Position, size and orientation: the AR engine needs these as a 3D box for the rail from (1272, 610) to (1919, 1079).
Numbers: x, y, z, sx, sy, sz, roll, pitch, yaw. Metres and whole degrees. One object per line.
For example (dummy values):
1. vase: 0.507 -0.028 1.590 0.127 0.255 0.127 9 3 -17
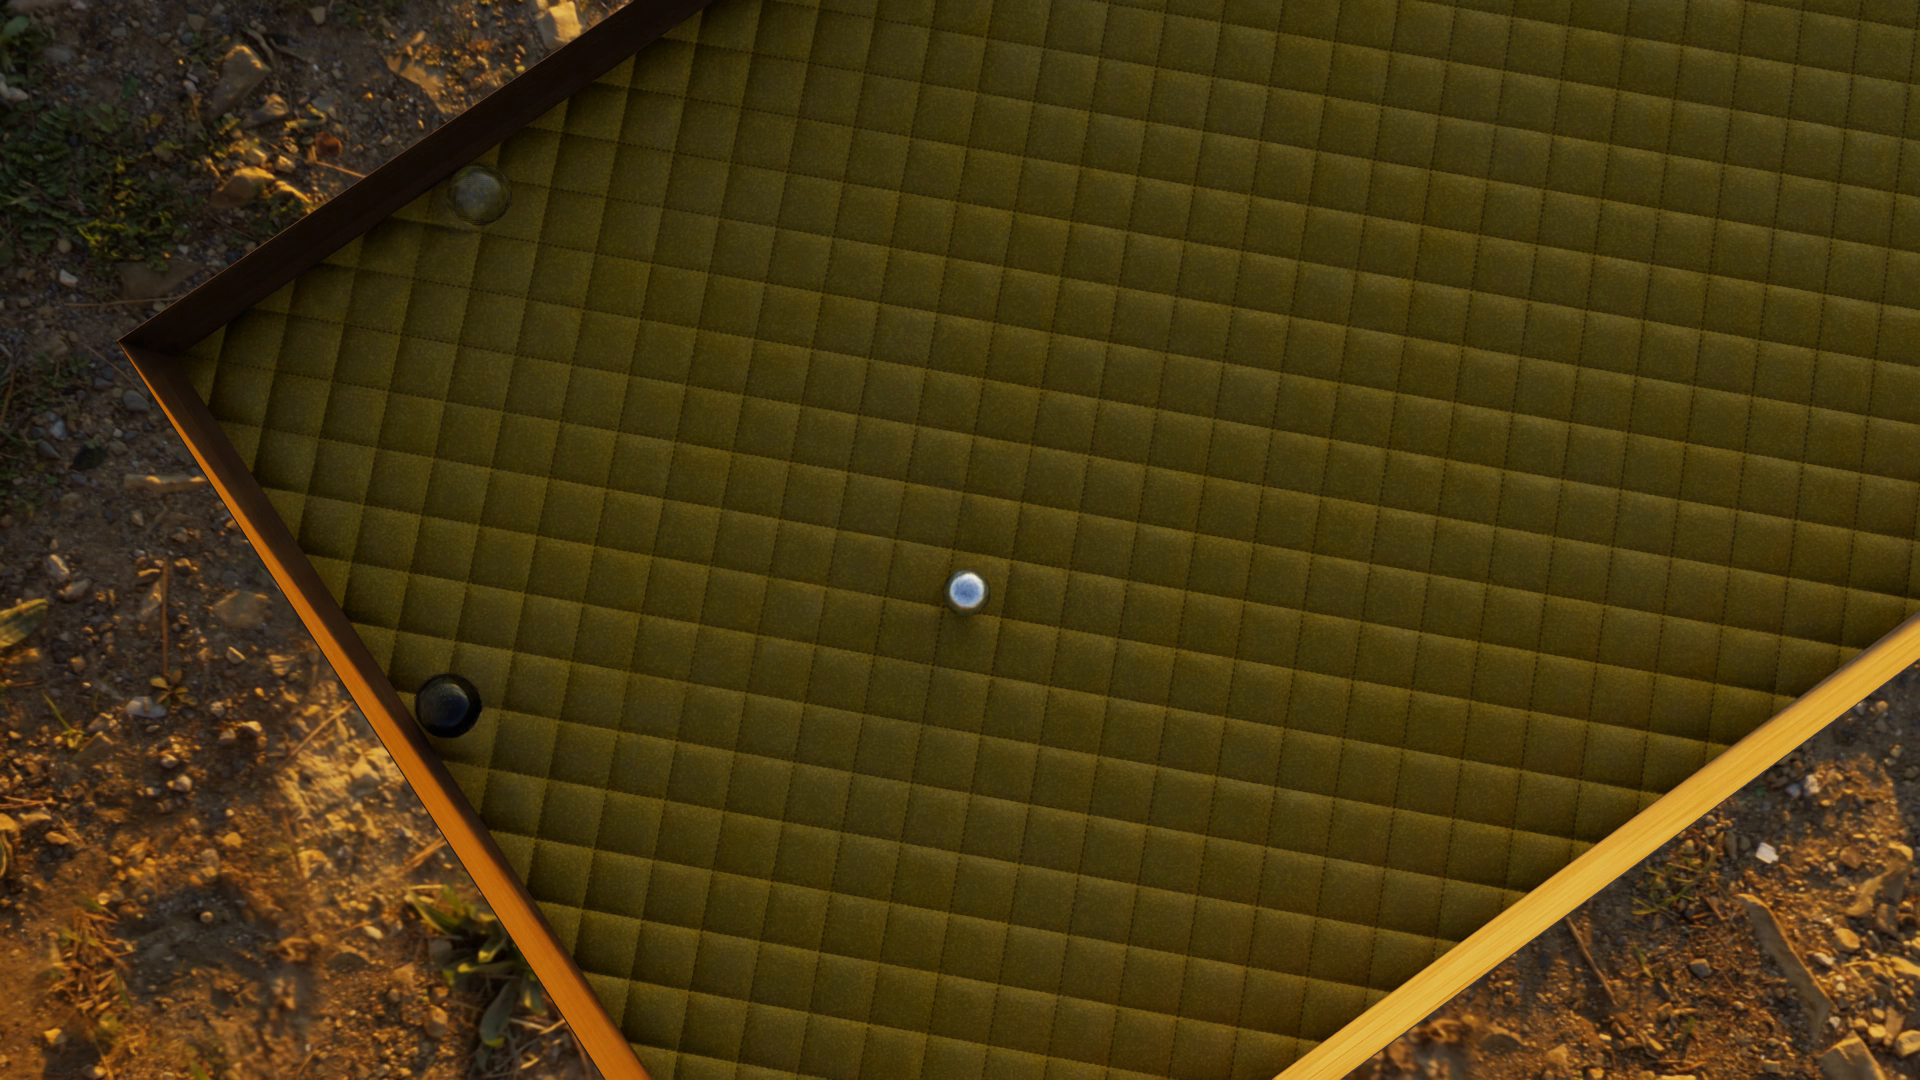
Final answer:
1. rail: 1.221 0.258 3.201 3.401 0.123 0.045 -35 84 -4

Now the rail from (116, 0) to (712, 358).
1. rail: 0.173 -1.228 3.404 3.401 0.123 0.045 -35 84 -4

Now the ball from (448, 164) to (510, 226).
1. ball: -0.727 -0.522 3.324 0.093 0.093 0.093 0 82 0

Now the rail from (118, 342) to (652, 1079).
1. rail: -0.678 0.466 3.173 0.045 0.123 1.877 -35 84 -4

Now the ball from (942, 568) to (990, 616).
1. ball: 0.010 0.077 3.253 0.071 0.071 0.071 0 82 0

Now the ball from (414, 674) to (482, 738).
1. ball: -0.749 0.243 3.218 0.095 0.095 0.095 0 82 0
